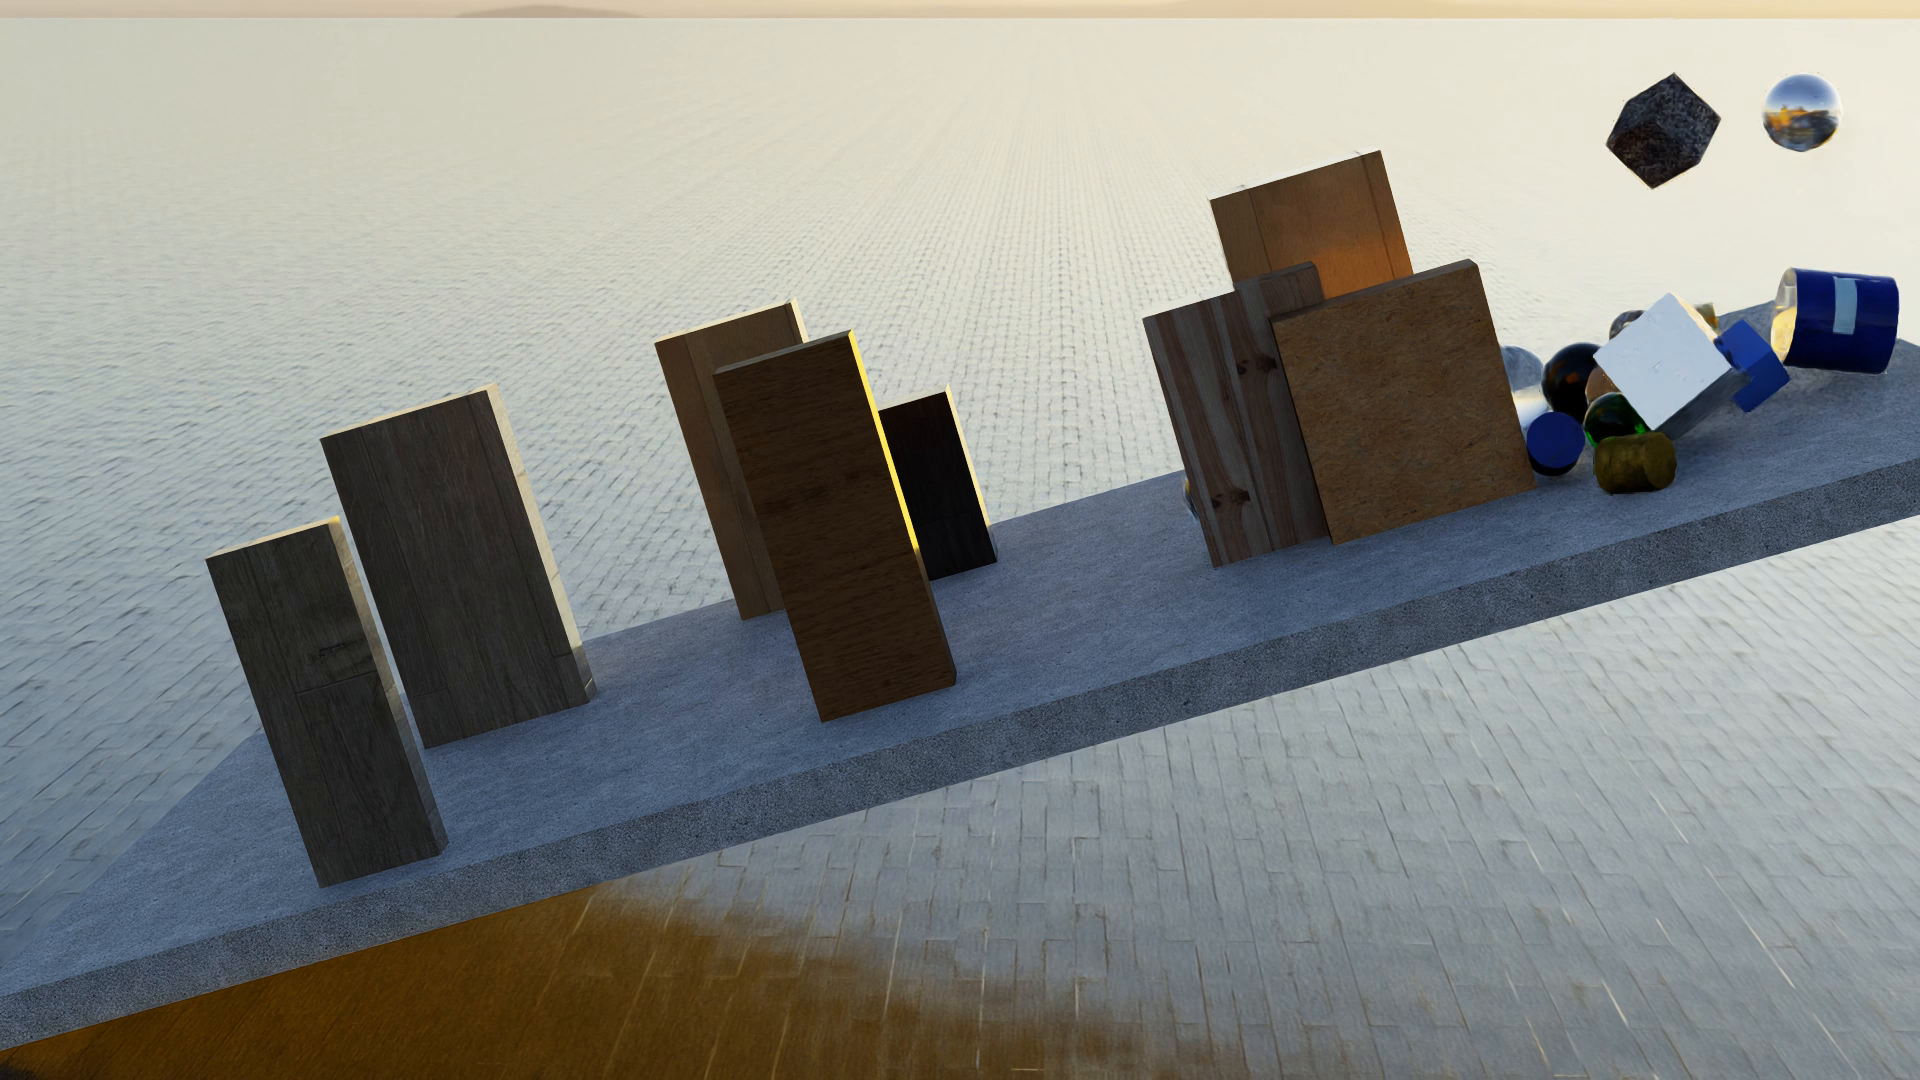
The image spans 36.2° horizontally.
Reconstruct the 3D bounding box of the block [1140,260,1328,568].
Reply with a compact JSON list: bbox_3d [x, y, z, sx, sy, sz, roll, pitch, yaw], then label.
[{"bbox_3d":[0.620,-0.258,6.032,0.366,0.536,0.141,-16,10,5],"label":"block"}]

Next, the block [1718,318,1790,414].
[{"bbox_3d":[1.586,-0.351,5.947,0.112,0.112,0.112,44,11,-43],"label":"block"}]

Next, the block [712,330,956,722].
[{"bbox_3d":[-0.238,-0.026,5.679,0.271,0.707,0.106,-16,10,5],"label":"block"}]

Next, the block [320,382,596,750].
[{"bbox_3d":[-1.119,0.059,6.592,0.390,0.737,0.120,-16,10,5],"label":"block"}]

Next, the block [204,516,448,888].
[{"bbox_3d":[-1.191,0.307,5.554,0.242,0.664,0.084,-16,10,5],"label":"block"}]

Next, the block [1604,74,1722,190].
[{"bbox_3d":[1.439,-0.836,6.018,0.141,0.141,0.141,-30,24,56],"label":"block"}]

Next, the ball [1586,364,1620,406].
[{"bbox_3d":[1.388,-0.311,6.151,0.157,0.157,0.157,0,11,0],"label":"ball"}]

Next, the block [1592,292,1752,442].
[{"bbox_3d":[1.409,-0.341,5.813,0.195,0.195,0.195,-41,-21,18],"label":"block"}]

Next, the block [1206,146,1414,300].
[{"bbox_3d":[0.814,-0.466,6.398,0.377,0.691,0.144,-16,10,5],"label":"block"}]

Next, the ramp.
[{"bbox_3d":[0.091,0.187,6.319,4.000,0.100,2.000,-16,10,5],"label":"ramp"}]

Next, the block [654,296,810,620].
[{"bbox_3d":[-0.455,-0.192,7.000,0.337,0.694,0.123,-16,10,5],"label":"block"}]

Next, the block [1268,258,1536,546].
[{"bbox_3d":[0.885,-0.277,5.901,0.418,0.465,0.129,-16,10,5],"label":"block"}]

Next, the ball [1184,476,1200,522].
[{"bbox_3d":[0.574,-0.108,6.300,0.187,0.187,0.187,0,11,0],"label":"ball"}]

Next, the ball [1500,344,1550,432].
[{"bbox_3d":[1.200,-0.330,6.448,0.198,0.198,0.198,0,11,0],"label":"ball"}]

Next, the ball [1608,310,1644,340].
[{"bbox_3d":[1.578,-0.480,6.880,0.118,0.118,0.118,0,11,0],"label":"ball"}]

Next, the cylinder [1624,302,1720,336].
[{"bbox_3d":[1.534,-0.395,6.279,0.189,0.189,0.189,-14,7,15],"label":"cylinder"}]

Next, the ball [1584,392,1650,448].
[{"bbox_3d":[1.320,-0.233,5.913,0.130,0.130,0.130,0,11,0],"label":"ball"}]

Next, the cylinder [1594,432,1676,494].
[{"bbox_3d":[1.276,-0.145,5.560,0.109,0.109,0.109,-10,1,-42],"label":"cylinder"}]

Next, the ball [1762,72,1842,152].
[{"bbox_3d":[1.777,-0.903,6.209,0.165,0.165,0.165,0,11,0],"label":"ball"}]

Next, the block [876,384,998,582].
[{"bbox_3d":[-0.103,-0.120,6.829,0.274,0.415,0.143,-16,10,5],"label":"block"}]

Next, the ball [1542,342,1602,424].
[{"bbox_3d":[1.340,-0.338,6.321,0.178,0.178,0.178,0,11,0],"label":"ball"}]
